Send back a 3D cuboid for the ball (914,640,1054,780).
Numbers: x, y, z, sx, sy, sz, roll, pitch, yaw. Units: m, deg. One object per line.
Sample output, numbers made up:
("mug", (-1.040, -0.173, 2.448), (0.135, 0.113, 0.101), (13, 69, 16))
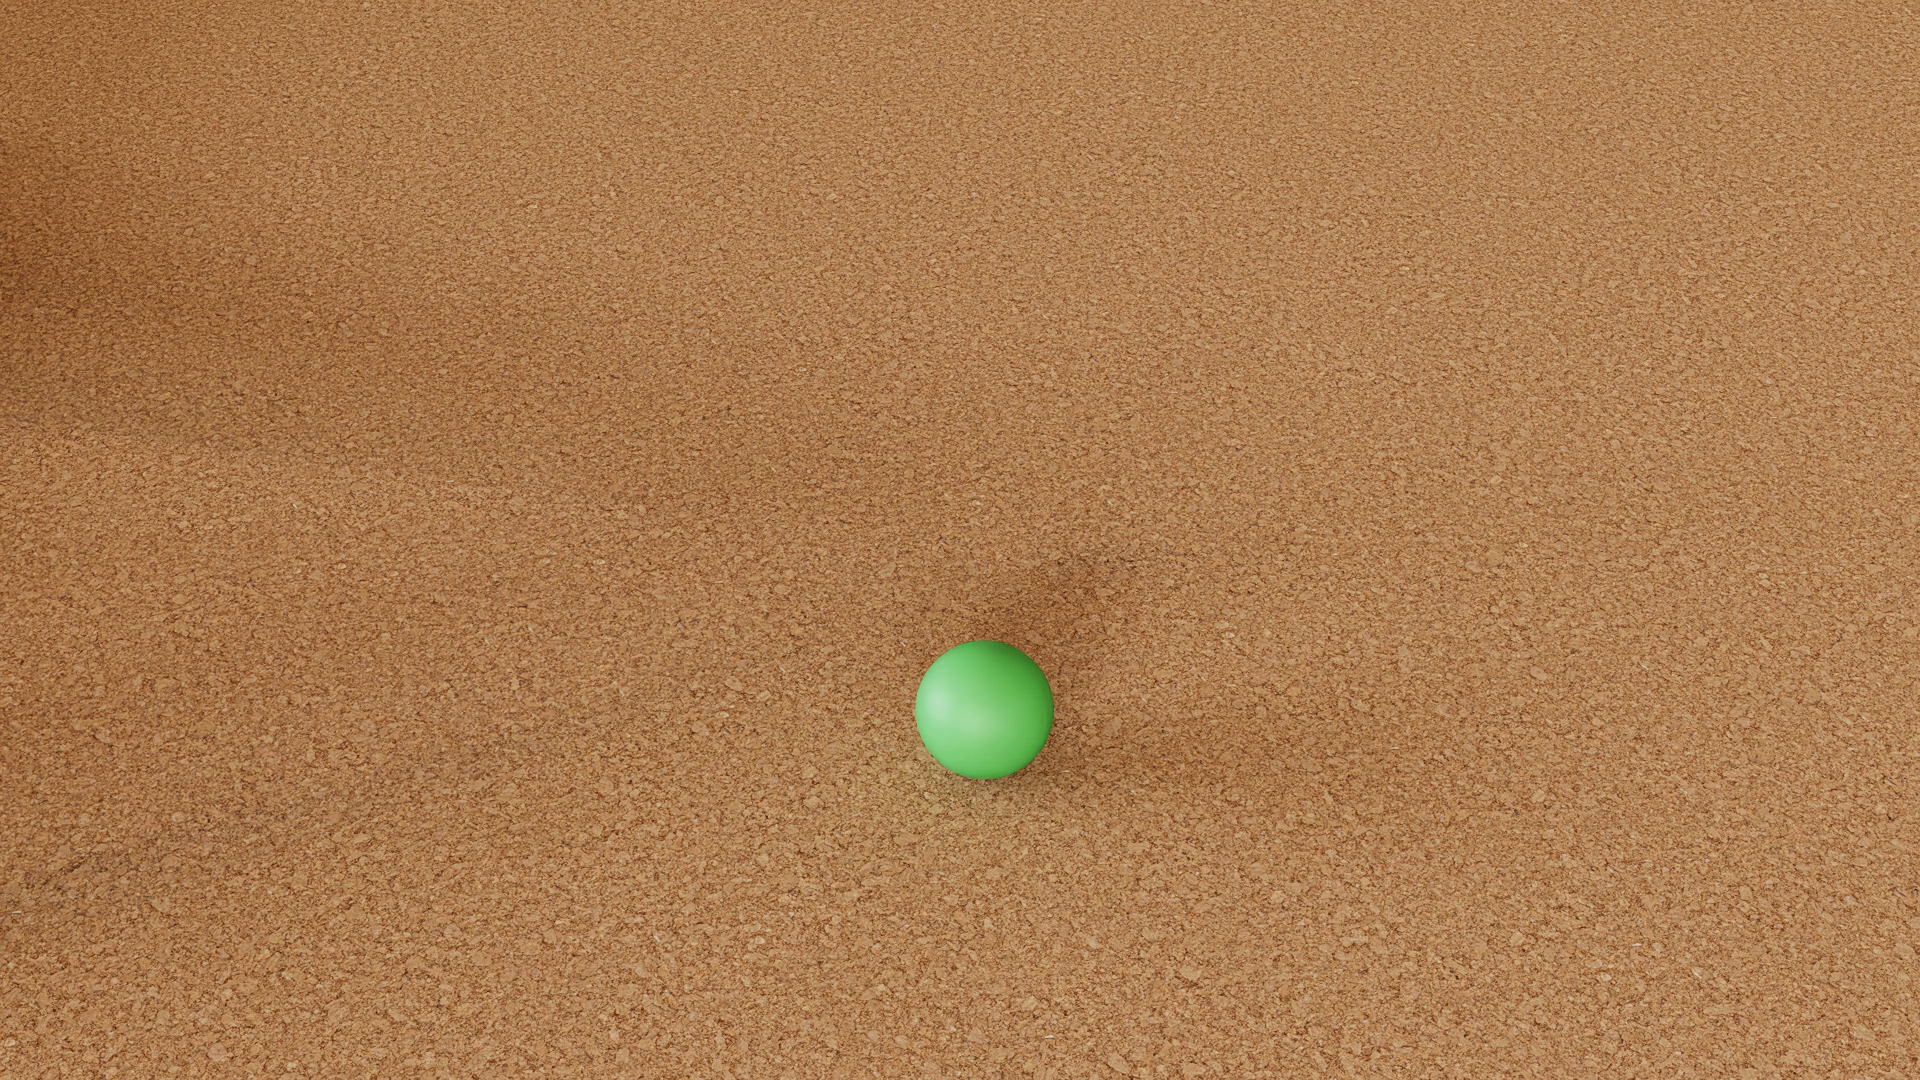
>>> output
("ball", (0.013, 0.091, 1.373), (0.074, 0.074, 0.074), (0, 37, 0))
